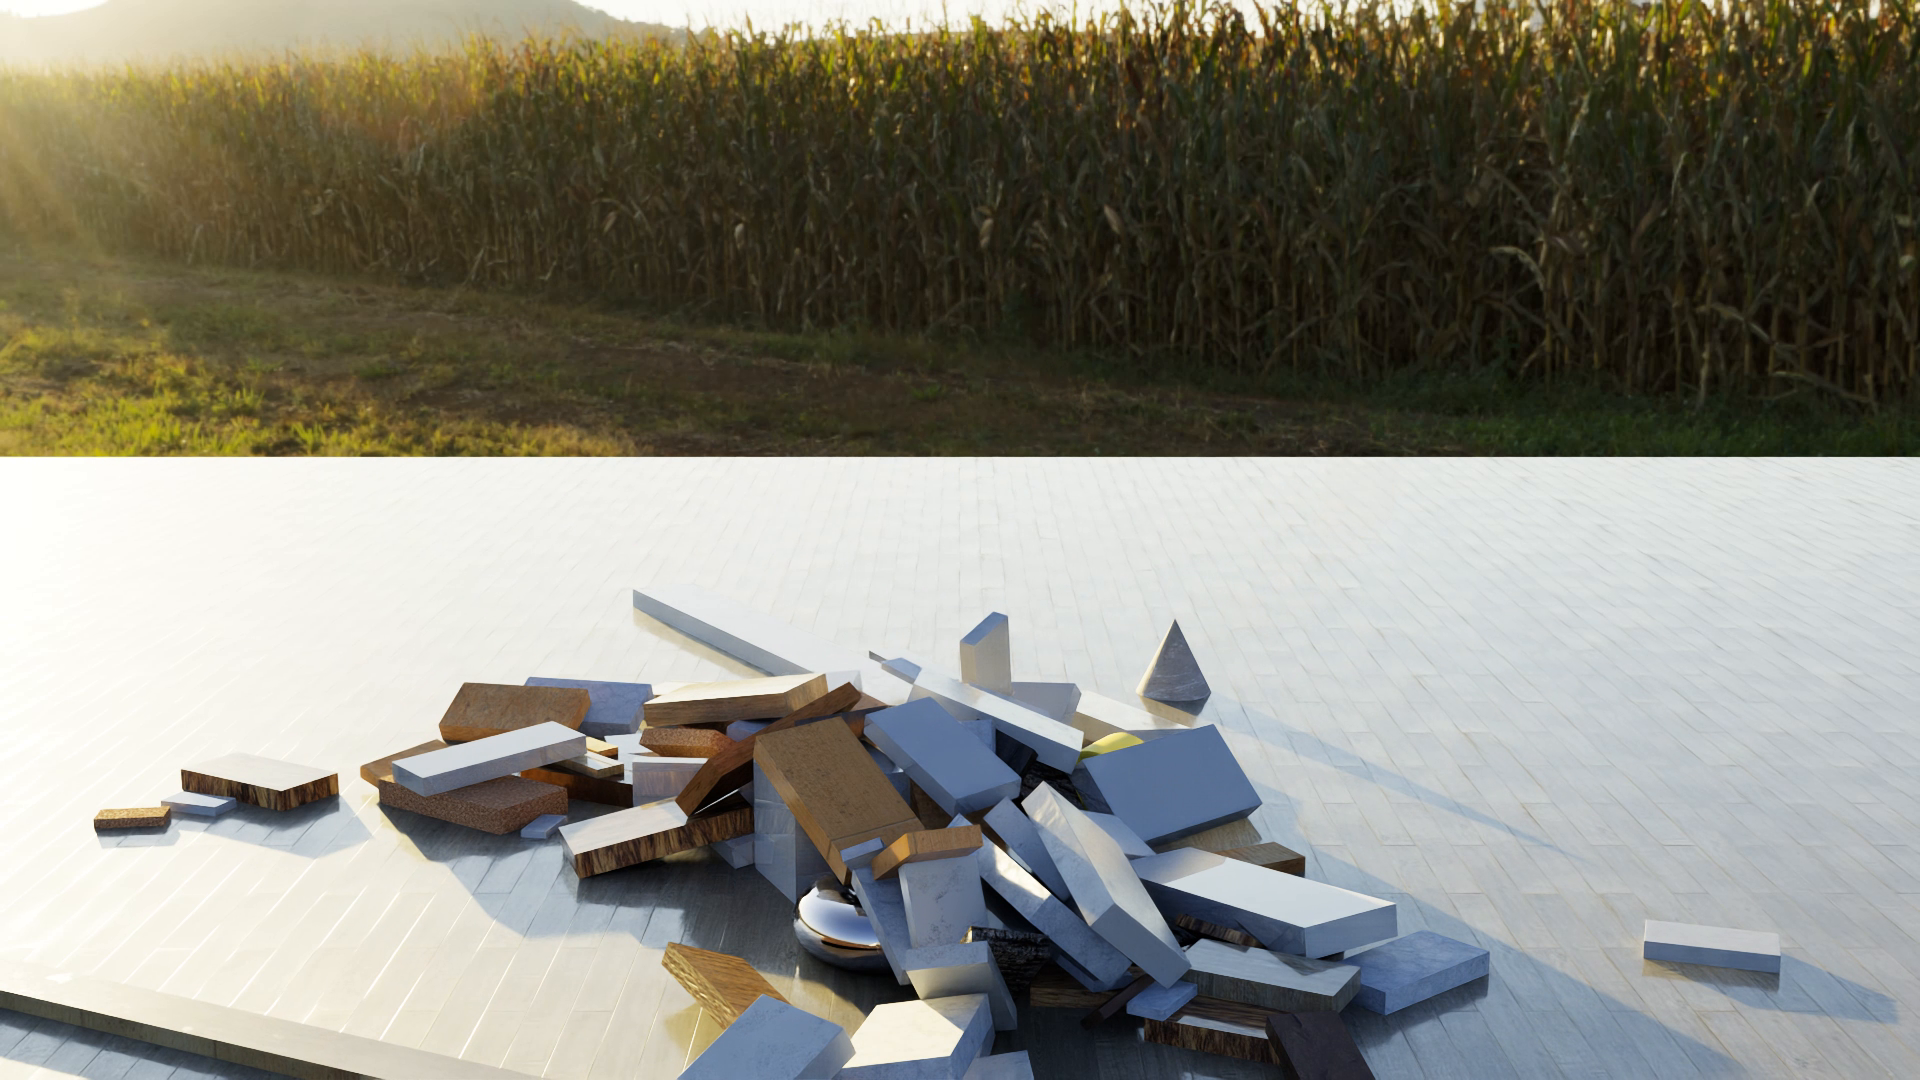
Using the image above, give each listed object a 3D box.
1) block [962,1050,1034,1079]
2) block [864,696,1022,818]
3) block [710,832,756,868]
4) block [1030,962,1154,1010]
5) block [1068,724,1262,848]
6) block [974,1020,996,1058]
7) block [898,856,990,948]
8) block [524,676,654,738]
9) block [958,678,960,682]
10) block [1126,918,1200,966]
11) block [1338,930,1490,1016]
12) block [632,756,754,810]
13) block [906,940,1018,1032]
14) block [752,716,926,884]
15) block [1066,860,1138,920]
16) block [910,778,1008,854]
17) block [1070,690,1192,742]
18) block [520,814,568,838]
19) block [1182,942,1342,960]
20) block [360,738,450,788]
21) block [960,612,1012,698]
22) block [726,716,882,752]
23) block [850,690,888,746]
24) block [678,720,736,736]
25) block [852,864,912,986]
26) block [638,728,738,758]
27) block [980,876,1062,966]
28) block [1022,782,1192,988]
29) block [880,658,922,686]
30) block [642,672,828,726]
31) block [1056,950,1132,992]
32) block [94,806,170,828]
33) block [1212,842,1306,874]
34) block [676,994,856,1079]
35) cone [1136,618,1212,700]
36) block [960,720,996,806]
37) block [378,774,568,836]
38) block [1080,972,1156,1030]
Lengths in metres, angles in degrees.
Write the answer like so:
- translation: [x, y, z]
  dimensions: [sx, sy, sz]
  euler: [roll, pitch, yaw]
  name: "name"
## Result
- translation: [0.038, 0.677, 2.701]
  dimensions: [0.108, 0.031, 0.217]
  euler: [-9, 1, -2]
  name: "block"
- translation: [-0.031, 0.358, 3.660]
  dimensions: [0.133, 0.038, 0.266]
  euler: [-14, 35, -33]
  name: "block"
- translation: [-0.294, 0.502, 3.900]
  dimensions: [0.280, 0.040, 0.140]
  euler: [-15, 16, -22]
  name: "block"
- translation: [0.206, 0.657, 3.233]
  dimensions: [0.197, 0.028, 0.099]
  euler: [1, 11, 6]
  name: "block"
- translation: [0.374, 0.450, 3.976]
  dimensions: [0.354, 0.177, 0.050]
  euler: [-10, -30, -42]
  name: "block"
- translation: [-0.017, 0.680, 2.926]
  dimensions: [0.108, 0.031, 0.217]
  euler: [-9, 1, 5]
  name: "block"
- translation: [-0.014, 0.575, 3.183]
  dimensions: [0.112, 0.223, 0.032]
  euler: [-4, -20, -20]
  name: "block"
- translation: [-0.809, 0.356, 4.679]
  dimensions: [0.282, 0.040, 0.141]
  euler: [2, 33, 13]
  name: "block"
- translation: [-0.028, 0.367, 4.503]
  dimensions: [0.092, 0.026, 0.184]
  euler: [-12, 43, -4]
  name: "block"
- translation: [0.277, 0.628, 3.391]
  dimensions: [0.185, 0.026, 0.092]
  euler: [-8, 13, -36]
  name: "block"
- translation: [0.665, 0.644, 3.285]
  dimensions: [0.247, 0.035, 0.123]
  euler: [-9, 14, -40]
  name: "block"
- translation: [-0.481, 0.462, 4.038]
  dimensions: [0.235, 0.117, 0.033]
  euler: [1, 11, 4]
  name: "block"
- translation: [0.004, 0.614, 3.001]
  dimensions: [0.110, 0.220, 0.031]
  euler: [-8, 53, 8]
  name: "block"
- translation: [-0.190, 0.415, 3.540]
  dimensions: [0.158, 0.045, 0.316]
  euler: [-11, 41, -31]
  name: "block"
- translation: [0.227, 0.567, 3.457]
  dimensions: [0.119, 0.034, 0.239]
  euler: [-32, 2, 3]
  name: "block"
- translation: [-0.003, 0.479, 3.654]
  dimensions: [0.133, 0.266, 0.038]
  euler: [-4, -31, -20]
  name: "block"
- translation: [0.304, 0.378, 4.597]
  dimensions: [0.172, 0.049, 0.344]
  euler: [2, 9, -35]
  name: "block"
- translation: [-0.756, 0.521, 4.002]
  dimensions: [0.049, 0.014, 0.097]
  euler: [2, 11, 13]
  name: "block"
- translation: [0.464, 0.628, 3.369]
  dimensions: [0.246, 0.035, 0.123]
  euler: [-10, 14, -42]
  name: "block"
- translation: [-1.070, 0.442, 4.302]
  dimensions: [0.090, 0.025, 0.180]
  euler: [22, 28, 36]
  name: "block"
- translation: [0.053, 0.273, 4.290]
  dimensions: [0.034, 0.241, 0.121]
  euler: [16, 36, 30]
  name: "block"
- translation: [-0.268, 0.399, 4.244]
  dimensions: [0.329, 0.047, 0.164]
  euler: [13, 14, 18]
  name: "block"
- translation: [-0.240, 0.366, 4.181]
  dimensions: [0.135, 0.038, 0.269]
  euler: [23, 30, 37]
  name: "block"
- translation: [-0.347, 0.410, 4.357]
  dimensions: [0.393, 0.047, 0.164]
  euler: [12, 14, 16]
  name: "block"
- translation: [-0.073, 0.564, 3.274]
  dimensions: [0.112, 0.032, 0.223]
  euler: [-7, 36, -21]
  name: "block"
- translation: [-0.501, 0.402, 4.220]
  dimensions: [0.117, 0.033, 0.235]
  euler: [34, -25, -35]
  name: "block"
- translation: [0.050, 0.562, 3.325]
  dimensions: [0.112, 0.032, 0.223]
  euler: [25, 6, -39]
  name: "block"
- translation: [0.211, 0.503, 3.238]
  dimensions: [0.173, 0.049, 0.347]
  euler: [41, 7, -27]
  name: "block"
- translation: [-0.045, 0.318, 4.740]
  dimensions: [0.058, 0.016, 0.327]
  euler: [-11, 24, -40]
  name: "block"
- translation: [-0.443, 0.316, 4.353]
  dimensions: [0.328, 0.047, 0.164]
  euler: [-6, 7, 27]
  name: "block"
- translation: [0.197, 0.632, 3.242]
  dimensions: [0.063, 0.018, 0.127]
  euler: [-4, 11, -22]
  name: "block"
- translation: [-1.524, 0.511, 4.049]
  dimensions: [0.123, 0.017, 0.062]
  euler: [-2, 11, -8]
  name: "block"
- translation: [0.490, 0.557, 3.776]
  dimensions: [0.185, 0.026, 0.092]
  euler: [-5, 12, -27]
  name: "block"
- translation: [-0.285, 0.688, 2.661]
  dimensions: [0.154, 0.044, 0.308]
  euler: [10, 41, 44]
  name: "block"
- translation: [0.485, 0.260, 4.979]
  dimensions: [0.171, 0.171, 0.171]
  euler: [0, 11, 0]
  name: "cone"
- translation: [-0.007, 0.443, 3.754]
  dimensions: [0.133, 0.266, 0.038]
  euler: [-5, -24, 11]
  name: "block"
- translation: [-0.916, 0.480, 4.132]
  dimensions: [0.334, 0.047, 0.167]
  euler: [8, 13, 35]
  name: "block"
- translation: [0.225, 0.654, 3.122]
  dimensions: [0.113, 0.016, 0.056]
  euler: [-28, -11, -38]
  name: "block"
